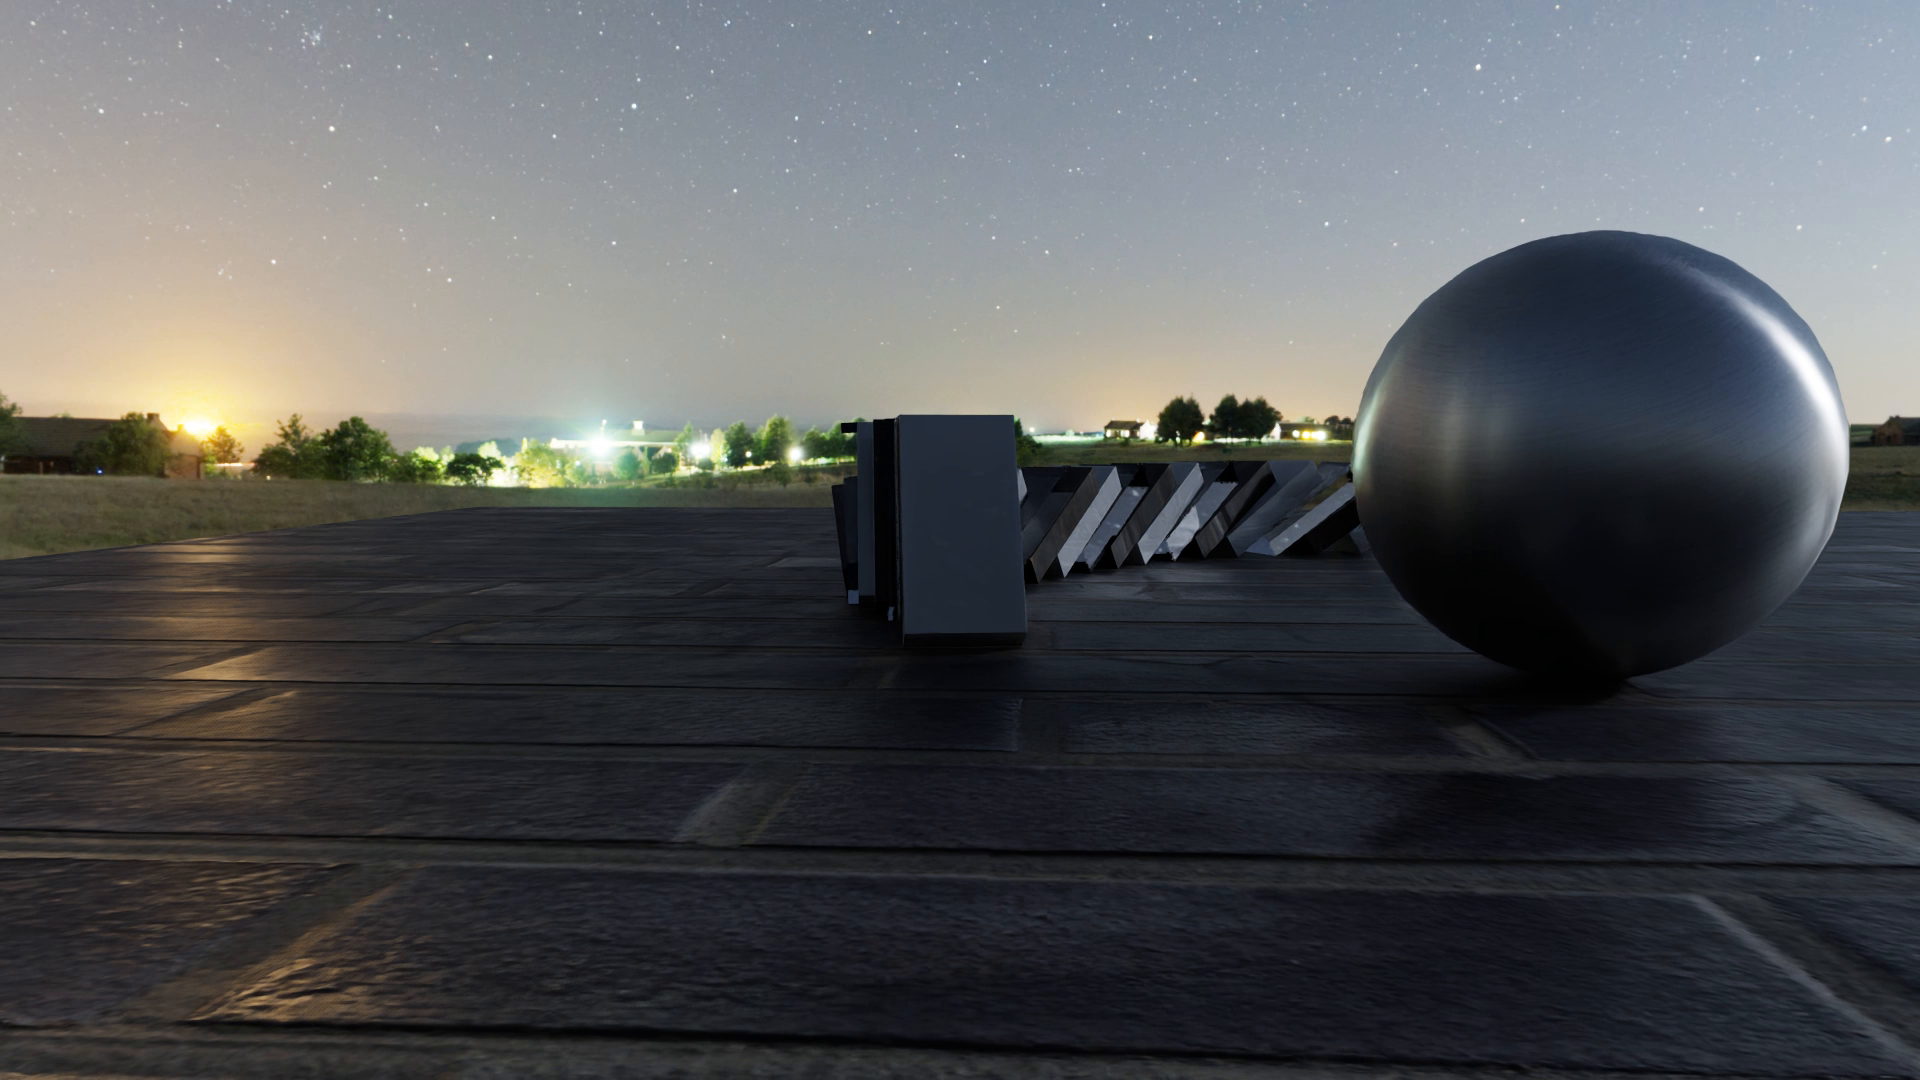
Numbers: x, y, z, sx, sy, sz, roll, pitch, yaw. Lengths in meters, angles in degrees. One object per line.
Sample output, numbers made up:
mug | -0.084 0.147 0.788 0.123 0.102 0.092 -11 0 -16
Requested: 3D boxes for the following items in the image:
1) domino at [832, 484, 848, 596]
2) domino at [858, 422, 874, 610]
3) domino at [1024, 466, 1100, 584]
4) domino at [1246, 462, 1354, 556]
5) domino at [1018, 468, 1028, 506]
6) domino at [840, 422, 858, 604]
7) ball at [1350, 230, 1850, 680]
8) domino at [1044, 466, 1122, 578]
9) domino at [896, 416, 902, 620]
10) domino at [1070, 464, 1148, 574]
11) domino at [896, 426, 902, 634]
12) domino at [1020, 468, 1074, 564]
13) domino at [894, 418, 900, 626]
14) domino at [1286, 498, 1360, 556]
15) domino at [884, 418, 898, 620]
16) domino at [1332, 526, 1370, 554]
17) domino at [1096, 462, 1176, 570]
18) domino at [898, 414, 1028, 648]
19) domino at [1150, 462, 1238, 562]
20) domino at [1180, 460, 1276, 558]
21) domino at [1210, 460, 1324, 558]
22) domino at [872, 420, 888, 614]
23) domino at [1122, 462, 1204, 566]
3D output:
domino | -0.023 -0.002 0.372 0.025 0.010 0.050 -10 31 -4
domino | -0.014 -0.007 0.338 0.025 0.050 0.010 0 -25 -5
domino | 0.023 -0.006 0.413 0.025 0.010 0.050 3 37 32
domino | 0.134 -0.013 0.503 0.050 0.010 0.025 -36 14 -12
domino | -0.001 -0.004 0.385 0.025 0.009 0.050 1 36 29
domino | -0.019 -0.008 0.348 0.025 0.050 0.010 -2 -25 -5
ball | 0.112 -0.015 0.232 0.080 0.080 0.080 0 4 0
domino | 0.032 -0.007 0.428 0.025 0.009 0.050 3 38 32
domino | -0.001 -0.003 0.284 0.025 0.050 0.010 0 -23 -5
domino | 0.043 -0.008 0.443 0.025 0.010 0.050 3 38 35
domino | -0.001 -0.004 0.295 0.025 0.050 0.010 0 -23 -5
domino | 0.014 -0.005 0.398 0.025 0.010 0.050 3 37 32
domino | -0.003 -0.005 0.306 0.025 0.050 0.010 0 -23 -5
domino | 0.152 -0.013 0.506 0.050 0.010 0.025 -34 11 -8
domino | -0.006 -0.006 0.316 0.025 0.050 0.009 0 -23 -5
domino | 0.171 -0.013 0.507 0.050 0.009 0.025 -32 7 -3
domino | 0.055 -0.009 0.457 0.025 0.010 0.050 3 39 37
domino | 0.000 -0.002 0.274 0.025 0.050 0.010 0 -23 -5
domino | 0.081 -0.012 0.482 0.025 0.010 0.050 3 39 45
domino | 0.096 -0.012 0.493 0.050 0.009 0.025 -43 27 -29
domino | 0.115 -0.013 0.499 0.050 0.009 0.025 -39 20 -20
domino | -0.009 -0.006 0.327 0.025 0.050 0.009 0 -23 -5
domino | 0.067 -0.010 0.470 0.025 0.010 0.050 3 39 40
